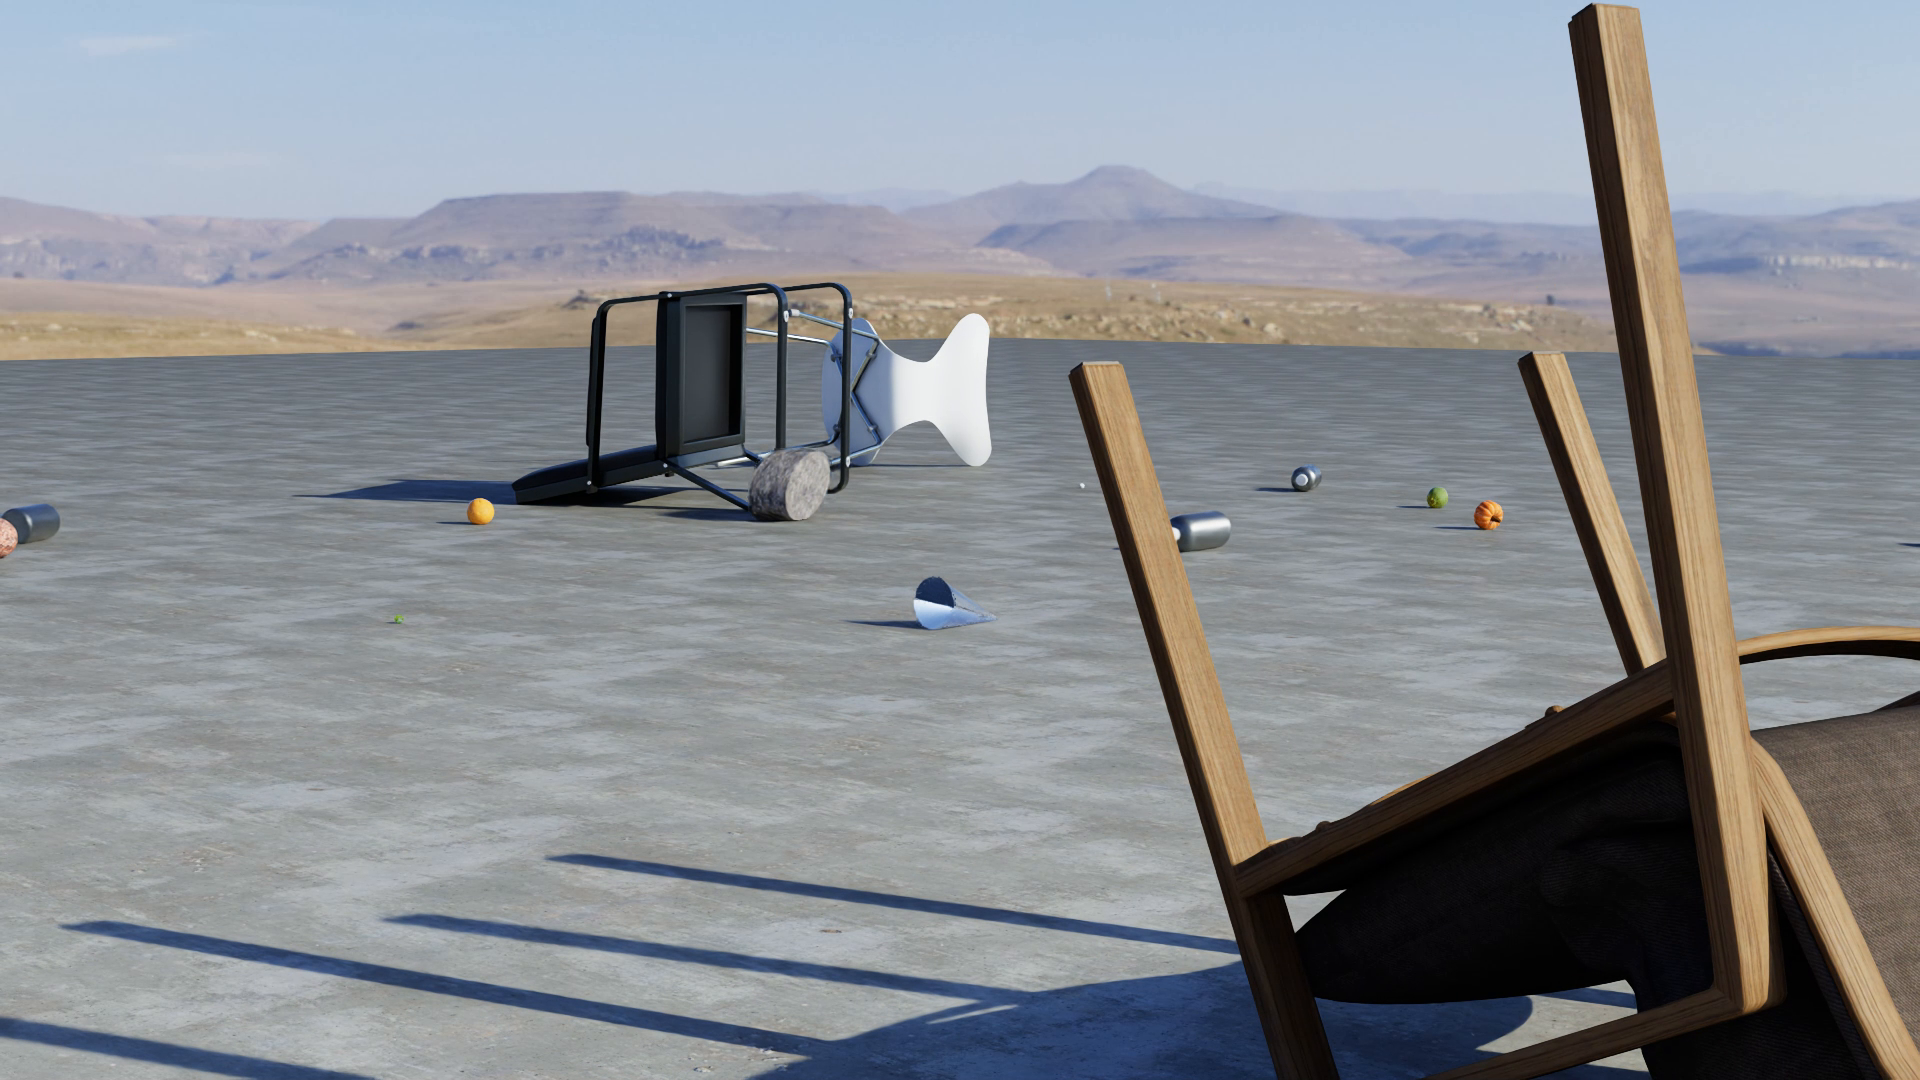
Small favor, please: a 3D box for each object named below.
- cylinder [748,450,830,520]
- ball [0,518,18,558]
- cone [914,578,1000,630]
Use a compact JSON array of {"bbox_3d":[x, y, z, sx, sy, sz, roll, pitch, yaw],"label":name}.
[{"bbox_3d":[-0.463,-0.150,6.980,0.109,0.168,0.300,2,23,21],"label":"cylinder"},{"bbox_3d":[-2.252,-0.004,5.995,0.094,0.094,0.094,0,6,0],"label":"ball"},{"bbox_3d":[0.014,0.135,4.866,0.182,0.094,0.111,15,22,-44],"label":"cone"}]
